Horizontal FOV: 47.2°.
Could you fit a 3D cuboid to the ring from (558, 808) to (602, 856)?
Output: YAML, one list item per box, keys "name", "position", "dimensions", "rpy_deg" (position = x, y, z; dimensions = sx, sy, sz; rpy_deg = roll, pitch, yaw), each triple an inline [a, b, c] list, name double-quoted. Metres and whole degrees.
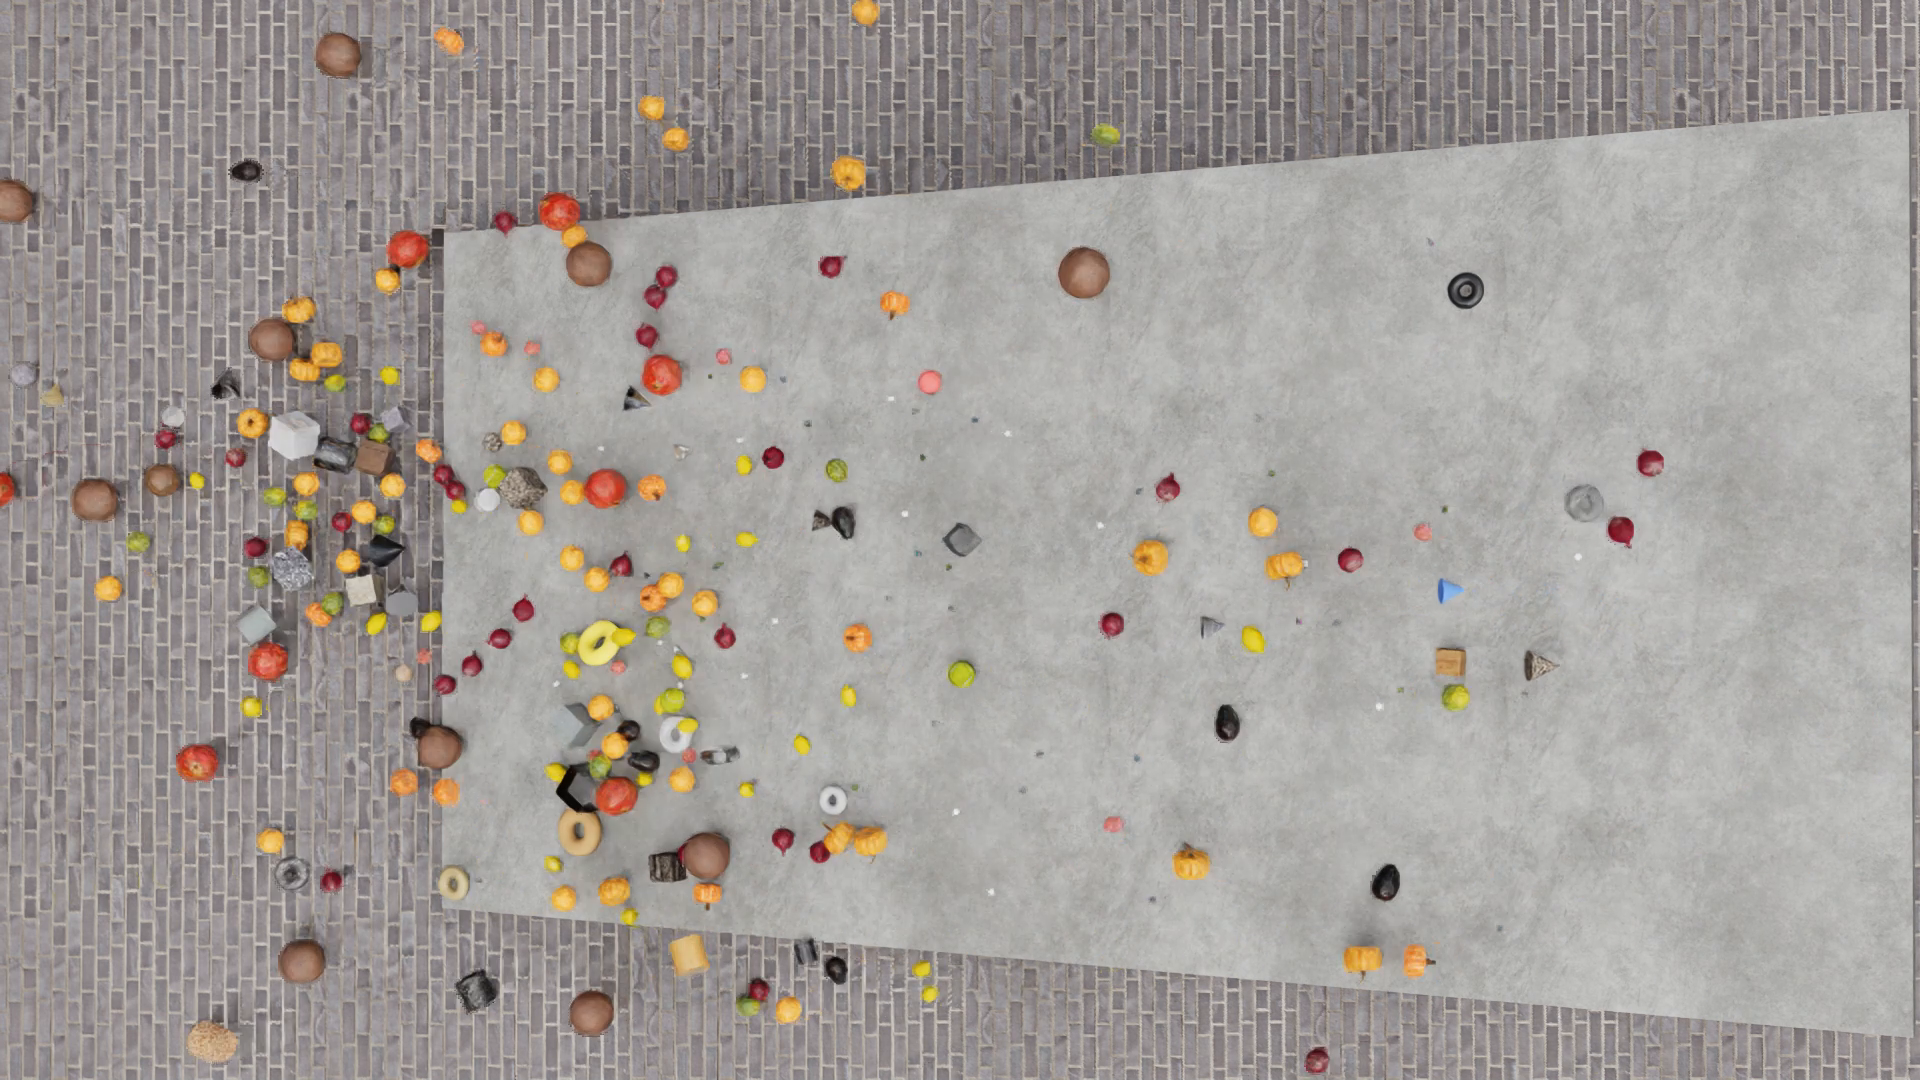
- name: "ring"
  position: [-1.082, 0.827, 6.258]
  dimensions: [0.146, 0.049, 0.146]
  rpy_deg: [-1, 89, 28]

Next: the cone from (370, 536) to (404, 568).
- name: "cone"
  position: [-1.686, 0.028, 6.540]
  dimensions: [0.097, 0.097, 0.097]
  rpy_deg: [-7, 89, 29]

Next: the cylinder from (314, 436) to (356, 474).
- name: "cylinder"
  position: [-1.864, -0.253, 6.563]
  dimensions: [0.095, 0.095, 0.095]
  rpy_deg: [15, 89, 0]

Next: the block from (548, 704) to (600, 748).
- name: "block"
  position: [-1.095, 0.527, 6.246]
  dimensions: [0.088, 0.088, 0.088]
  rpy_deg: [43, 107, 20]

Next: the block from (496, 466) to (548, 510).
- name: "block"
  position: [-1.261, -0.149, 6.337]
  dimensions: [0.086, 0.086, 0.086]
  rpy_deg: [-43, 72, 20]

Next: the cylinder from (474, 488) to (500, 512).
- name: "cylinder"
  position: [-1.376, -0.115, 6.393]
  dimensions: [0.063, 0.063, 0.063]
  rpy_deg: [3, 84, -25]

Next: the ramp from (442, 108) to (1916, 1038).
- name: "ramp"
  position: [0.280, 0.080, 5.671]
  dimensions: [4.000, 0.100, 2.000]
  rpy_deg: [0, 89, 26]

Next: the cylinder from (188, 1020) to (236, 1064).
- name: "cylinder"
  position: [-2.211, 1.484, 6.503]
  dimensions: [0.098, 0.098, 0.098]
  rpy_deg: [15, 89, 30]

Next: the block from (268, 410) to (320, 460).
- name: "block"
  position: [-1.977, -0.311, 6.531]
  dimensions: [0.097, 0.097, 0.097]
  rpy_deg: [31, 119, 22]

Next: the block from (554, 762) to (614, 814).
- name: "block"
  position: [-1.062, 0.702, 6.222]
  dimensions: [0.098, 0.098, 0.098]
  rpy_deg: [37, 105, 22]

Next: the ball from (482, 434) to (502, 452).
- name: "ball"
  position: [-1.362, -0.283, 6.407]
  dimensions: [0.055, 0.055, 0.055]
  rpy_deg: [0, 89, 0]

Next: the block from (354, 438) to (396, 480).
- name: "block"
  position: [-1.744, -0.241, 6.561]
  dimensions: [0.085, 0.085, 0.085]
  rpy_deg: [15, 78, 1]

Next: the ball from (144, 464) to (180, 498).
- name: "ball"
  position: [-2.381, -0.178, 6.560]
  dimensions: [0.100, 0.100, 0.100]
  rpy_deg: [0, 89, 0]

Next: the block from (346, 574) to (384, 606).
- name: "block"
  position: [-1.776, 0.150, 6.564]
  dimensions: [0.081, 0.081, 0.081]
  rpy_deg: [-12, 89, 3]

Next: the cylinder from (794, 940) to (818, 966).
- name: "cylinder"
  position: [-0.415, 1.110, 5.921]
  dimensions: [0.055, 0.055, 0.055]
  rpy_deg: [-17, 85, 0]

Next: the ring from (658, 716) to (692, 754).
- name: "ring"
  position: [-0.792, 0.541, 6.124]
  dimensions: [0.106, 0.035, 0.106]
  rpy_deg: [-1, 88, 27]

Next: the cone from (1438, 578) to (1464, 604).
- name: "cone"
  position: [1.158, 0.118, 5.162]
  dimensions: [0.060, 0.060, 0.060]
  rpy_deg: [-2, 89, 0]

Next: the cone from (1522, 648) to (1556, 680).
- name: "cone"
  position: [1.346, 0.290, 5.063]
  dimensions: [0.073, 0.073, 0.073]
  rpy_deg: [8, 89, -13]

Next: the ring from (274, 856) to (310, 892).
- name: "ring"
  position: [-1.999, 0.997, 6.580]
  dimensions: [0.107, 0.036, 0.107]
  rpy_deg: [0, 88, 1]

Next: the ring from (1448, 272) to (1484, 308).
- name: "ring"
  position: [1.186, -0.585, 5.155]
  dimensions: [0.086, 0.029, 0.086]
  rpy_deg: [-1, 87, 26]

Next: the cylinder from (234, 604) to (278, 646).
- name: "cylinder"
  position: [-2.084, 0.250, 6.507]
  dimensions: [0.090, 0.090, 0.090]
  rpy_deg: [-40, 90, -4]

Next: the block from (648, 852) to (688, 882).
- name: "block"
  position: [-0.812, 0.910, 6.108]
  dimensions: [0.074, 0.074, 0.074]
  rpy_deg: [-5, 87, 26]

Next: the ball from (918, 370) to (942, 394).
- name: "ball"
  position: [-0.080, -0.413, 5.765]
  dimensions: [0.061, 0.061, 0.061]
  rpy_deg: [0, 89, 0]

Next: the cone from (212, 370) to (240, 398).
- name: "cone"
  position: [-2.199, -0.480, 6.595]
  dimensions: [0.083, 0.083, 0.083]
  rpy_deg: [-4, 63, 0]

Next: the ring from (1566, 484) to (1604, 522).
- name: "ring"
  position: [1.428, -0.084, 5.029]
  dimensions: [0.087, 0.029, 0.087]
  rpy_deg: [0, 90, 26]

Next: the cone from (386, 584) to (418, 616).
- name: "cone"
  position: [-1.660, 0.160, 6.543]
  dimensions: [0.095, 0.095, 0.095]
  rpy_deg: [-8, 130, -10]

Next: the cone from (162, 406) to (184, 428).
- name: "cone"
  position: [-2.358, -0.370, 6.576]
  dimensions: [0.063, 0.063, 0.063]
  rpy_deg: [0, 89, -10]

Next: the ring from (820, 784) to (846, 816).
- name: "ring"
  position: [-0.341, 0.698, 5.902]
  dimensions: [0.081, 0.027, 0.081]
  rpy_deg: [0, 91, 26]

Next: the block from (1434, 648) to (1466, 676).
- name: "block"
  position: [1.149, 0.286, 5.147]
  dimensions: [0.058, 0.058, 0.058]
  rpy_deg: [4, 91, 26]

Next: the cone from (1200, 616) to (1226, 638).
- name: "cone"
  position: [0.628, 0.212, 5.425]
  dimensions: [0.059, 0.059, 0.059]
  rpy_deg: [-6, 89, 0]

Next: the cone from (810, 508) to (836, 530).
- name: "cone"
  position: [-0.363, -0.049, 5.921]
  dimensions: [0.061, 0.061, 0.061]
  rpy_deg: [17, 89, 15]

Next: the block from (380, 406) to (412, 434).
- name: "block"
  position: [-1.687, -0.358, 6.575]
  dimensions: [0.059, 0.059, 0.059]
  rpy_deg: [-25, 79, 4]

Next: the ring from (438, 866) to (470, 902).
- name: "ring"
  position: [-1.489, 1.011, 6.467]
  dimensions: [0.104, 0.035, 0.104]
  rpy_deg: [0, 91, 26]

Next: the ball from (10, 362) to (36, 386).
- name: "ball"
  position: [-2.802, -0.494, 6.578]
  dimensions: [0.071, 0.071, 0.071]
  rpy_deg: [0, 89, 0]

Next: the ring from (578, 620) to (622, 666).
- name: "ring"
  position: [-1.017, 0.291, 6.209]
  dimensions: [0.137, 0.046, 0.137]
  rpy_deg: [-15, 55, 23]

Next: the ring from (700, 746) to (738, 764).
- name: "ring"
  position: [-0.658, 0.588, 6.015]
  dimensions: [0.106, 0.106, 0.035]
  rpy_deg: [-5, 96, 0]

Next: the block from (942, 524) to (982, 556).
- name: "block"
  position: [0.006, 0.001, 5.718]
  dimensions: [0.061, 0.061, 0.061]
  rpy_deg: [48, 109, 19]

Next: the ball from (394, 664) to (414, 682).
- name: "ball"
  position: [-1.658, 0.398, 6.558]
  dimensions: [0.056, 0.056, 0.056]
  rpy_deg: [0, 89, 0]

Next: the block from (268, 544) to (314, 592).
- name: "block"
  position: [-1.980, 0.084, 6.513]
  dimensions: [0.083, 0.083, 0.083]
  rpy_deg: [-34, 56, -29]

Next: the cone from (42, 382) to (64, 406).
- name: "cone"
  position: [-2.714, -0.446, 6.597]
  dimensions: [0.062, 0.062, 0.062]
  rpy_deg: [1, 65, 0]
